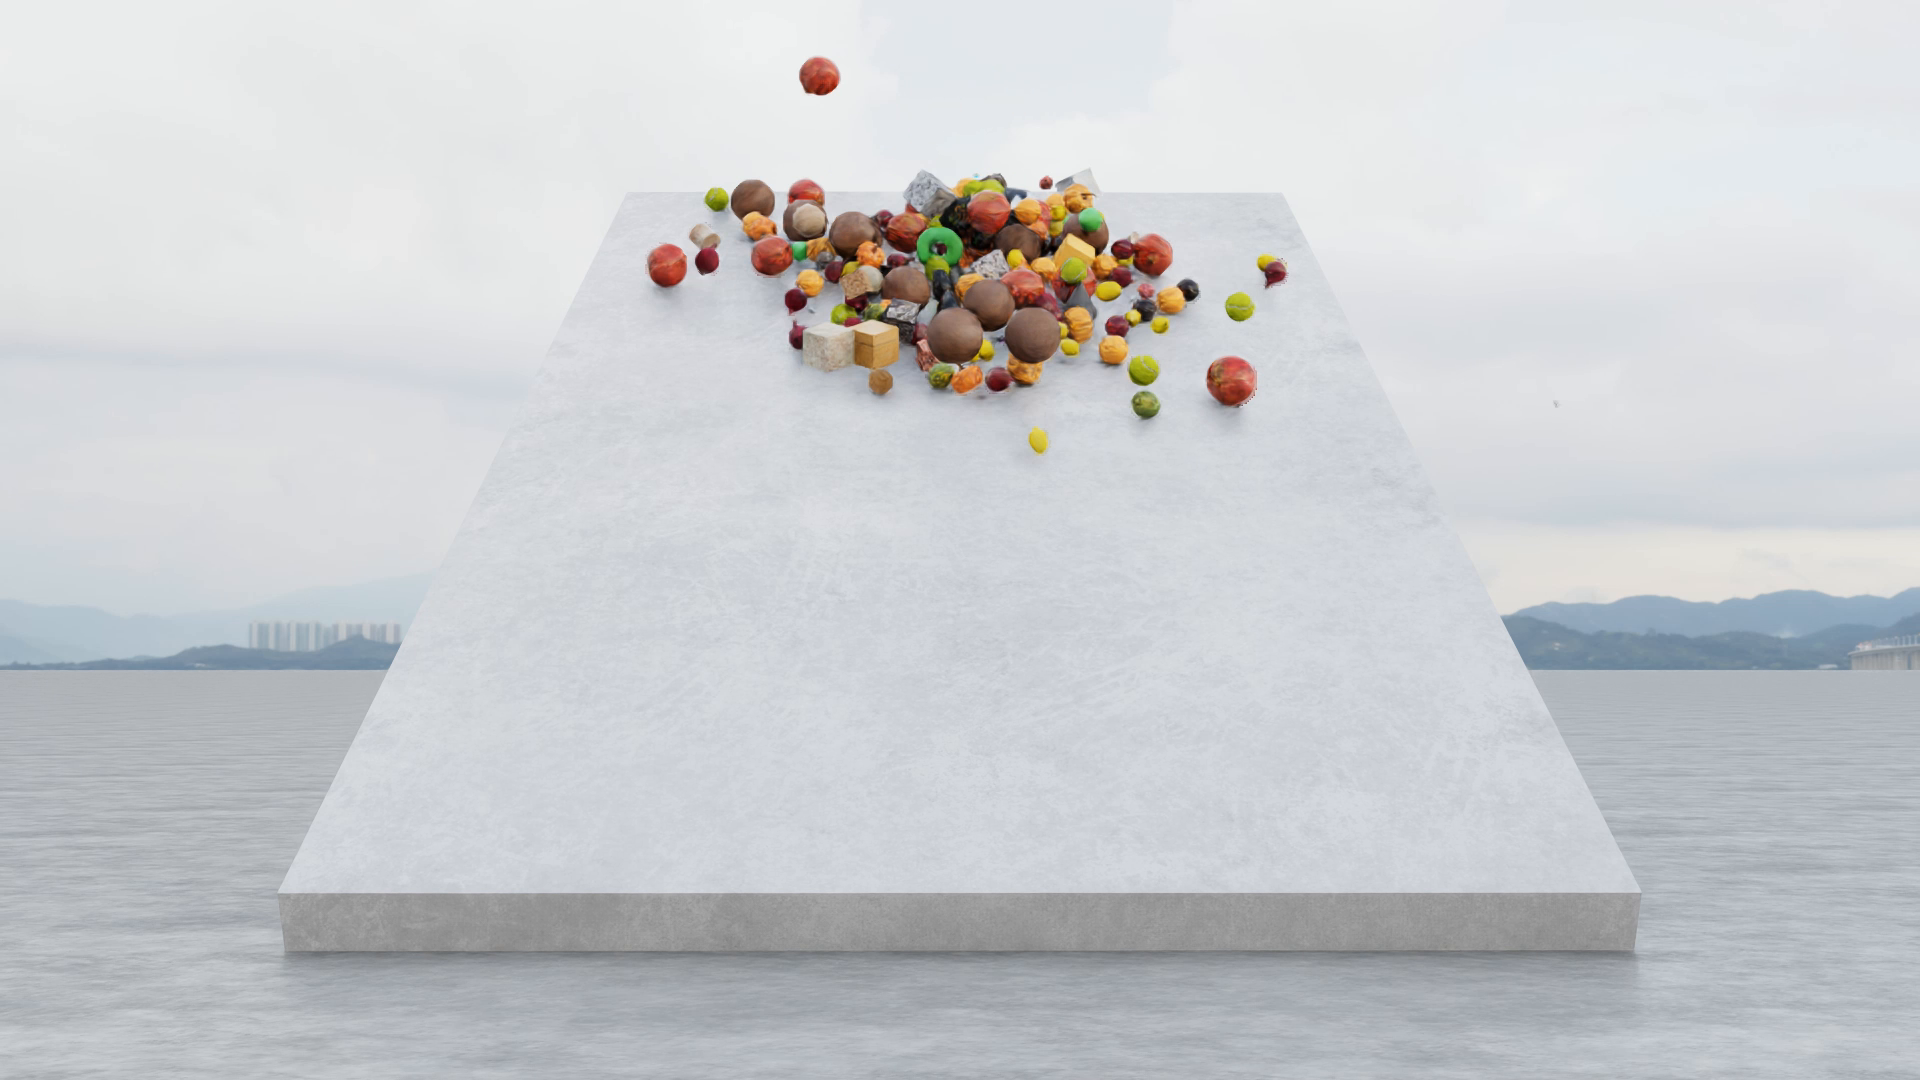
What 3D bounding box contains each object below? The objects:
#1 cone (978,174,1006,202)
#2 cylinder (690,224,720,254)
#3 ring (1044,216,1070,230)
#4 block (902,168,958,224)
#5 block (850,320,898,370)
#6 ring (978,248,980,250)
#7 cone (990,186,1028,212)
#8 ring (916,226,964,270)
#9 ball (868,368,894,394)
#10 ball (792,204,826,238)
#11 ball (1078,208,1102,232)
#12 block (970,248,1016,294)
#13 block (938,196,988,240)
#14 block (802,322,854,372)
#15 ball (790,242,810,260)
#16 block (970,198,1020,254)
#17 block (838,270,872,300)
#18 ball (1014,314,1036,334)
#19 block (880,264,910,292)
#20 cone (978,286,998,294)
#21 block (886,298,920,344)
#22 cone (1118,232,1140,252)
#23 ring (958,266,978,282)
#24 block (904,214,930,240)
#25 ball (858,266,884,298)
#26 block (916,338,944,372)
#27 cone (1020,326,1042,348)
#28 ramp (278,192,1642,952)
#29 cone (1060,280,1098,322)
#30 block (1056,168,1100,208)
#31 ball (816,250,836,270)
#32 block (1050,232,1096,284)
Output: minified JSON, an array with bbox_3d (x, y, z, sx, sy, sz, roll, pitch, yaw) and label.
[{"bbox_3d":[0.076,-1.039,6.756,0.086,0.086,0.086,-2,-9,36],"label":"cone"},{"bbox_3d":[-0.683,-0.807,6.192,0.059,0.059,0.059,41,22,32],"label":"cylinder"},{"bbox_3d":[0.281,-0.919,6.707,0.077,0.026,0.077,0,22,0],"label":"ring"},{"bbox_3d":[-0.084,-0.964,6.494,0.093,0.093,0.093,22,23,-51],"label":"block"},{"bbox_3d":[-0.209,-0.471,5.582,0.087,0.087,0.087,20,30,38],"label":"block"},{"bbox_3d":[0.092,-0.842,6.499,0.119,0.040,0.119,3,30,-2],"label":"ring"},{"bbox_3d":[0.123,-0.960,6.432,0.095,0.095,0.095,30,-11,-14],"label":"cone"},{"bbox_3d":[-0.055,-0.783,6.221,0.128,0.128,0.043,0,35,2],"label":"ring"},{"bbox_3d":[-0.185,-0.369,5.381,0.059,0.059,0.059,0,-3,0],"label":"ball"},{"bbox_3d":[-0.385,-0.814,5.903,0.083,0.083,0.083,0,-3,0],"label":"ball"},{"bbox_3d":[0.348,-0.855,6.184,0.063,0.063,0.063,0,-3,0],"label":"ball"},{"bbox_3d":[0.085,-0.698,6.010,0.083,0.083,0.083,-30,12,-1],"label":"block"},{"bbox_3d":[0.008,-0.867,6.246,0.080,0.080,0.080,-45,-9,32],"label":"block"},{"bbox_3d":[-0.317,-0.464,5.563,0.088,0.088,0.088,20,30,39],"label":"block"},{"bbox_3d":[-0.438,-0.792,6.343,0.054,0.054,0.054,0,-3,0],"label":"ball"},{"bbox_3d":[0.097,-0.862,6.407,0.099,0.099,0.099,34,57,29],"label":"block"},{"bbox_3d":[-0.259,-0.637,5.778,0.059,0.059,0.059,-23,3,10],"label":"block"},{"bbox_3d":[0.162,-0.537,5.776,0.056,0.056,0.056,0,-3,0],"label":"ball"},{"bbox_3d":[-0.176,-0.692,6.105,0.055,0.055,0.055,23,17,24],"label":"block"},{"bbox_3d":[0.078,-0.686,6.111,0.059,0.059,0.059,6,27,-3],"label":"cone"},{"bbox_3d":[-0.143,-0.533,5.627,0.069,0.069,0.069,14,-41,0],"label":"block"},{"bbox_3d":[0.462,-0.825,6.433,0.057,0.057,0.057,-1,-3,32],"label":"cone"},{"bbox_3d":[0.051,-0.707,6.162,0.109,0.036,0.109,-2,-1,0],"label":"ring"},{"bbox_3d":[-0.121,-0.895,6.602,0.058,0.058,0.058,-11,26,-18],"label":"block"},{"bbox_3d":[-0.242,-0.676,6.062,0.086,0.086,0.086,0,-3,0],"label":"ball"},{"bbox_3d":[-0.071,-0.443,5.549,0.054,0.054,0.054,-7,35,-17],"label":"block"},{"bbox_3d":[0.174,-0.499,5.729,0.053,0.053,0.053,0,-4,-3],"label":"cone"},{"bbox_3d":[-0.007,-0.226,5.250,2.000,0.100,4.000,0,23,0],"label":"ramp"},{"bbox_3d":[0.306,-0.620,5.904,0.097,0.097,0.097,1,31,-1],"label":"cone"},{"bbox_3d":[0.349,-1.042,6.855,0.081,0.081,0.081,-29,7,-36],"label":"block"},{"bbox_3d":[-0.358,-0.748,6.192,0.050,0.050,0.050,0,-3,0],"label":"ball"},{"bbox_3d":[0.302,-0.753,6.196,0.085,0.085,0.085,29,27,-9],"label":"block"}]
